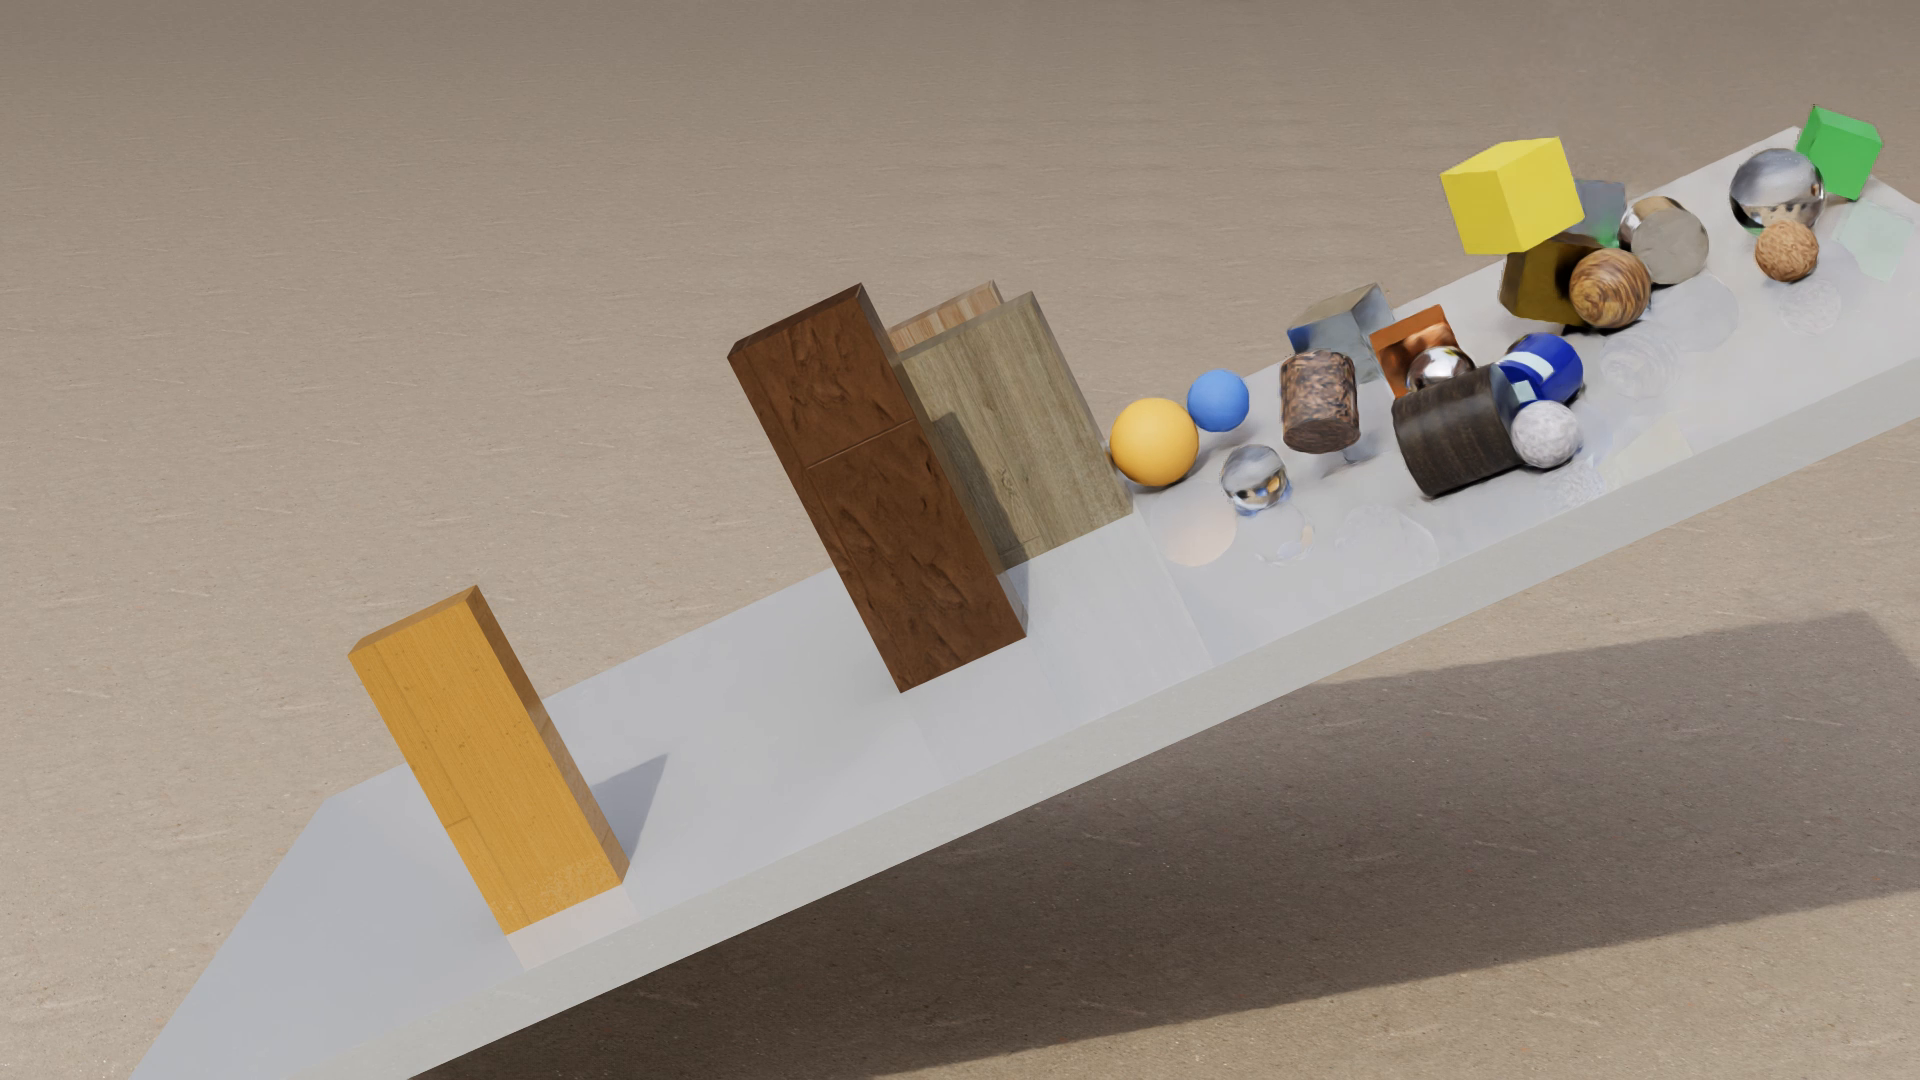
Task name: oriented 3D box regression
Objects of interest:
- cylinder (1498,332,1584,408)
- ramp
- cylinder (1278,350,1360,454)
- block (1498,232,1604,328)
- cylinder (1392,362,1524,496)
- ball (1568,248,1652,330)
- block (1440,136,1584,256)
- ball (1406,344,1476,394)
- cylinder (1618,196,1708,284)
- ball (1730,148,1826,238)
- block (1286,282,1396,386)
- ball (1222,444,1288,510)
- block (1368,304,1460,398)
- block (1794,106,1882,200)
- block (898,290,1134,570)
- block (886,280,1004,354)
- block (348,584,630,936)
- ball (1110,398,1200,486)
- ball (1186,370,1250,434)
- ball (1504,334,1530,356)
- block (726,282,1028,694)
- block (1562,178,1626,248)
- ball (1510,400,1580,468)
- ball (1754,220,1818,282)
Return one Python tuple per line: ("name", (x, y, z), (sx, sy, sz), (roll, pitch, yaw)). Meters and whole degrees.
("cylinder", (1.105, -0.303, 5.683), (0.146, 0.146, 0.146), (13, 37, 37))
("ramp", (0.137, 0.168, 6.281), (4.000, 0.100, 2.000), (-25, 13, 9))
("cylinder", (0.719, -0.276, 5.894), (0.153, 0.153, 0.153), (-1, -25, -1))
("block", (1.243, -0.554, 6.171), (0.167, 0.167, 0.167), (8, 15, -3))
("cylinder", (0.942, -0.207, 5.519), (0.196, 0.196, 0.196), (-21, 8, 23))
("ball", (1.328, -0.514, 6.009), (0.166, 0.166, 0.166), (0, 16, 0))
("block", (1.136, -0.706, 6.047), (0.179, 0.179, 0.179), (-29, 16, -25))
("ball", (0.981, -0.322, 5.982), (0.150, 0.150, 0.150), (0, 16, 0))
("cylinder", (1.476, -0.630, 6.178), (0.160, 0.160, 0.160), (1, 16, 2))
("ball", (1.668, -0.705, 6.004), (0.190, 0.190, 0.190), (0, 16, 0))
("block", (0.872, -0.450, 6.628), (0.171, 0.171, 0.171), (-17, 17, 36))
("ball", (0.601, -0.128, 6.005), (0.136, 0.136, 0.136), (0, 16, 0))
("block", (0.971, -0.375, 6.172), (0.162, 0.162, 0.162), (-24, 14, 10))
("block", (1.816, -0.803, 6.103), (0.131, 0.131, 0.131), (19, 25, 0))
("block", (0.097, -0.226, 6.492), (0.384, 0.523, 0.123), (-25, 13, 9))
("block", (0.002, -0.265, 6.790), (0.424, 0.538, 0.082), (-25, 13, 9))
("block", (-0.907, 0.428, 5.691), (0.259, 0.635, 0.104), (-25, 13, 9))
("ball", (0.431, -0.217, 6.521), (0.199, 0.199, 0.199), (0, 16, 0))
("ball", (0.574, -0.307, 6.533), (0.140, 0.140, 0.140), (0, 16, 0))
("ball", (1.140, -0.347, 5.830), (0.124, 0.124, 0.124), (0, 16, 0))
("block", (-0.160, -0.103, 5.964), (0.286, 0.778, 0.144), (-25, 13, 9))
("block", (1.348, -0.687, 6.430), (0.158, 0.158, 0.158), (1, -12, -21))
("ball", (1.071, -0.194, 5.380), (0.125, 0.125, 0.125), (0, 16, 0))
("ball", (1.617, -0.565, 5.753), (0.120, 0.120, 0.120), (0, 16, 0))
